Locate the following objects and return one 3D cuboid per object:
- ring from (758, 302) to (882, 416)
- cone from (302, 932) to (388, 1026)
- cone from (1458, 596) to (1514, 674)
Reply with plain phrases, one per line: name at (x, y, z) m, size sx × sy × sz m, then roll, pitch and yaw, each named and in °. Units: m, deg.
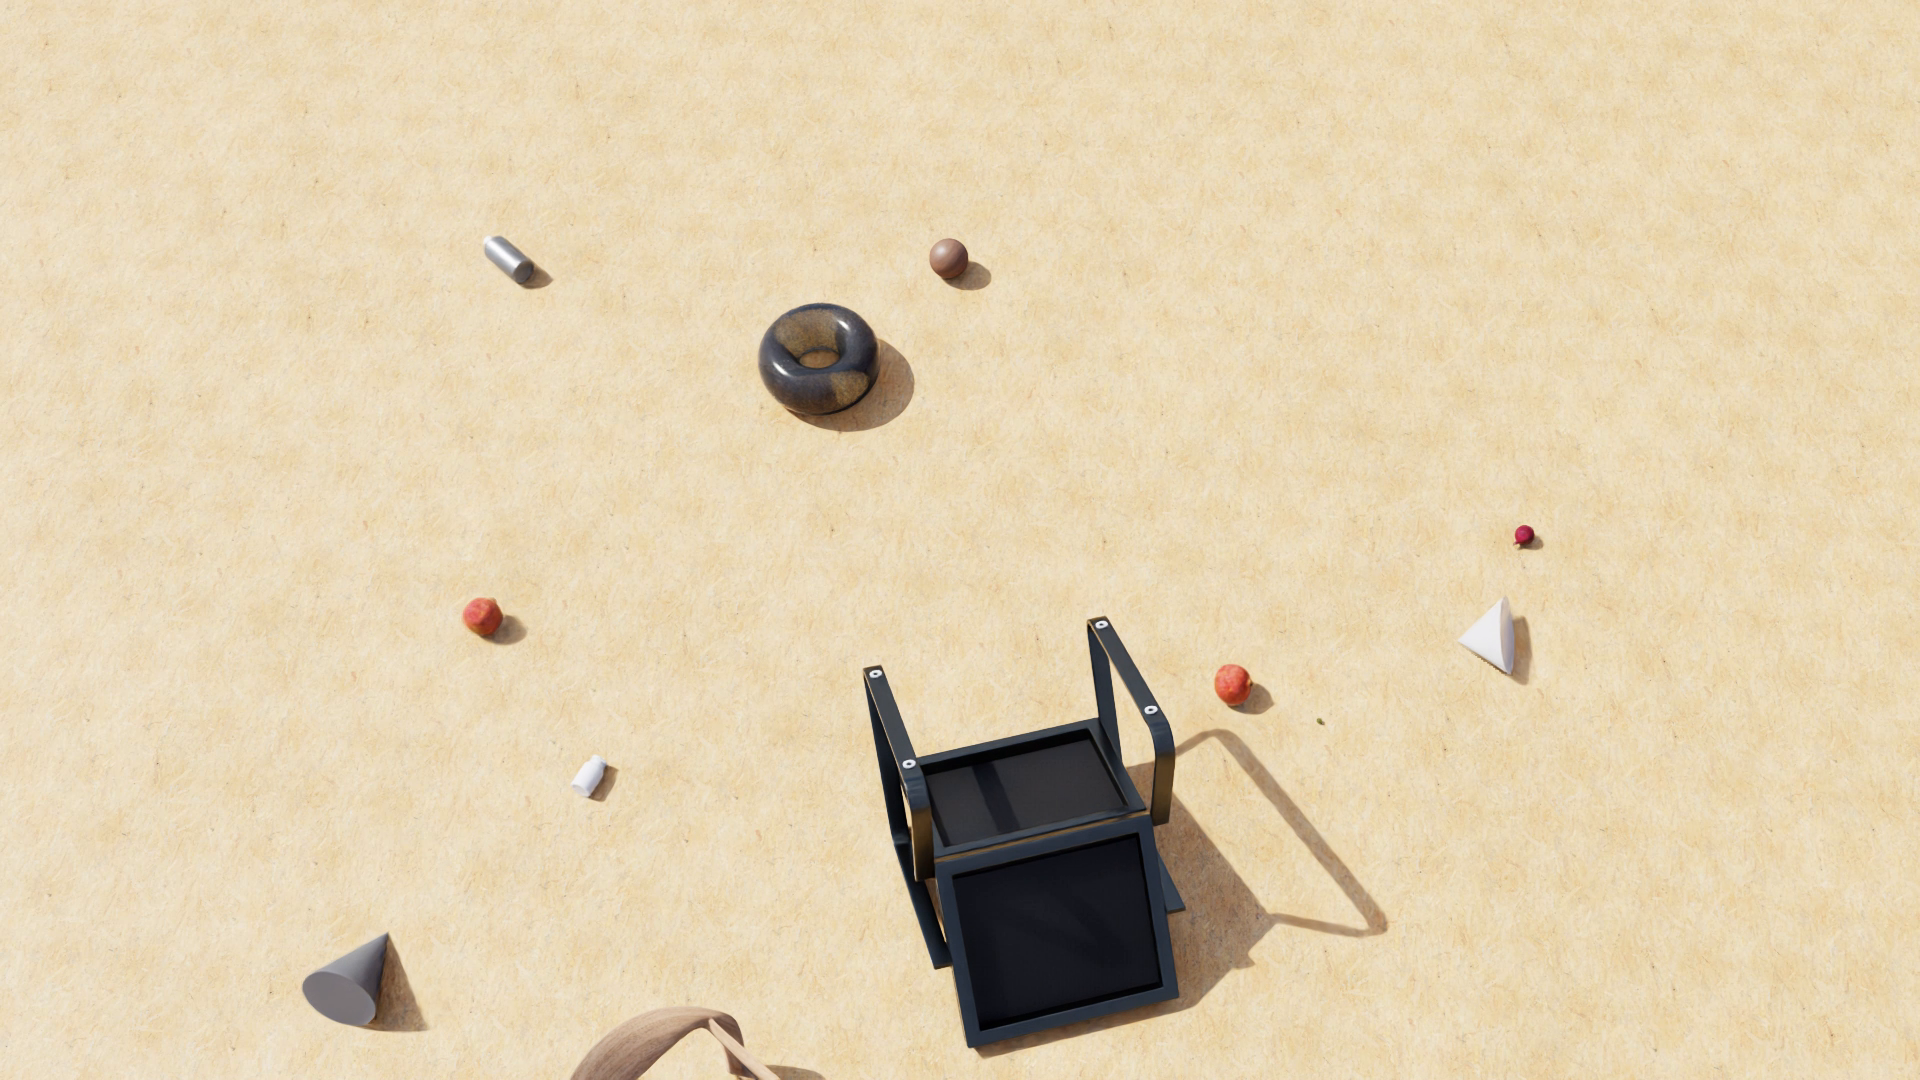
ring at (-0.438, -0.566, 6.856) m, size 0.387 × 0.165 × 0.402 m, roll -1°, pitch 55°, yaw 1°
cone at (-1.563, 1.114, 5.772) m, size 0.214 × 0.188 × 0.256 m, roll 1°, pitch 33°, yaw 20°
cone at (1.506, 0.281, 6.345) m, size 0.147 × 0.151 × 0.245 m, roll -9°, pitch 53°, yaw 27°
